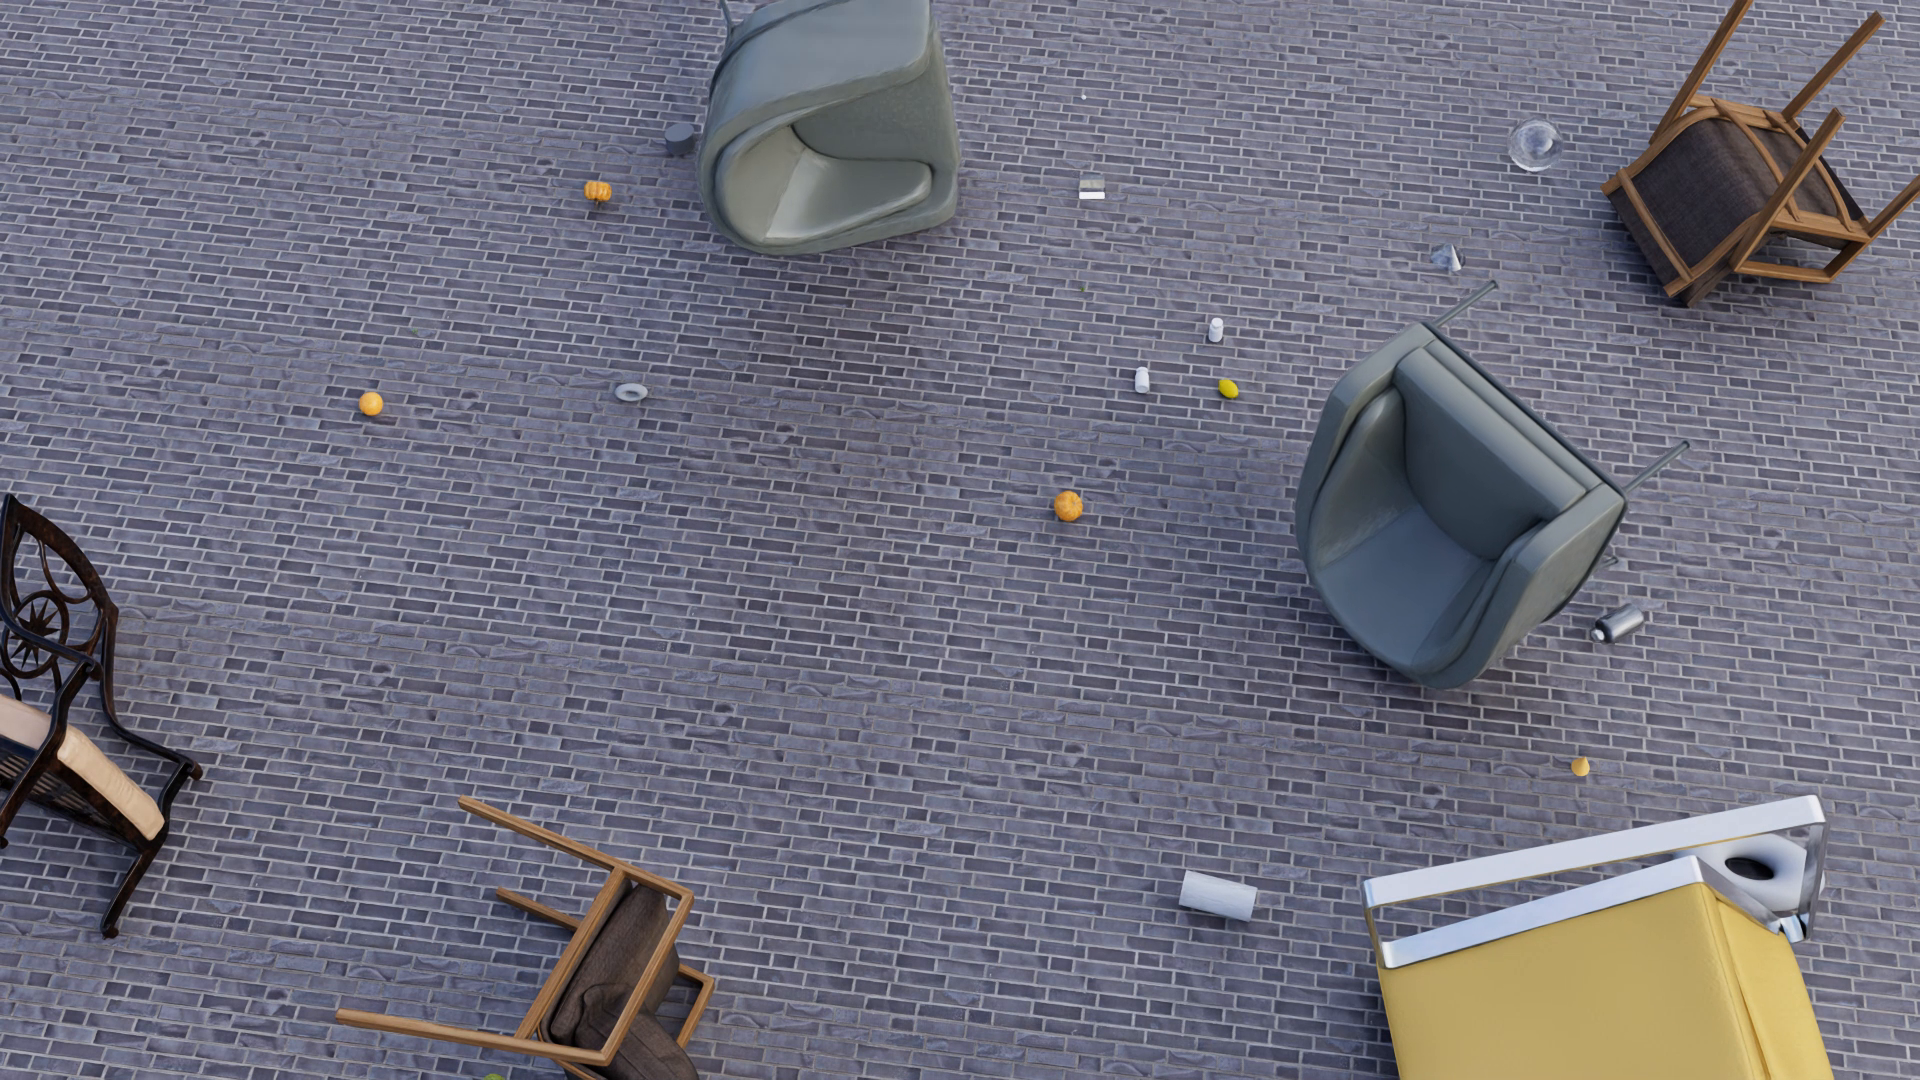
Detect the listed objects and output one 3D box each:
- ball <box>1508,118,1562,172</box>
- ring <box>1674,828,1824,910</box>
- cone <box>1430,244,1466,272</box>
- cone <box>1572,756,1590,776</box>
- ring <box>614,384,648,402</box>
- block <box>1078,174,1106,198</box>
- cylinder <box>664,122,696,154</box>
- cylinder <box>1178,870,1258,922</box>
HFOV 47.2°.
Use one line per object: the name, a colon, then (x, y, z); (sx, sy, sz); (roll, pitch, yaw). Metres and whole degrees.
ball: (1.925, -1.322, 7.354); (0.177, 0.177, 0.177); (0, 56, 0)
ring: (2.123, 0.885, 5.918); (0.399, 0.105, 0.226); (9, 58, 5)
cone: (1.597, -0.943, 7.167); (0.116, 0.066, 0.120); (-20, 59, -13)
cone: (1.734, 0.618, 6.122); (0.051, 0.062, 0.057); (19, 58, 12)
ring: (-1.024, -0.460, 6.850); (0.107, 0.057, 0.034); (-1, 39, 12)
block: (0.440, -1.179, 7.333); (0.084, 0.053, 0.059); (-1, 56, -1)
cylinder: (-0.947, -1.359, 7.447); (0.103, 0.063, 0.080); (-27, 60, -17)
cylinder: (0.688, 0.949, 5.863); (0.192, 0.123, 0.091); (13, 65, 9)
